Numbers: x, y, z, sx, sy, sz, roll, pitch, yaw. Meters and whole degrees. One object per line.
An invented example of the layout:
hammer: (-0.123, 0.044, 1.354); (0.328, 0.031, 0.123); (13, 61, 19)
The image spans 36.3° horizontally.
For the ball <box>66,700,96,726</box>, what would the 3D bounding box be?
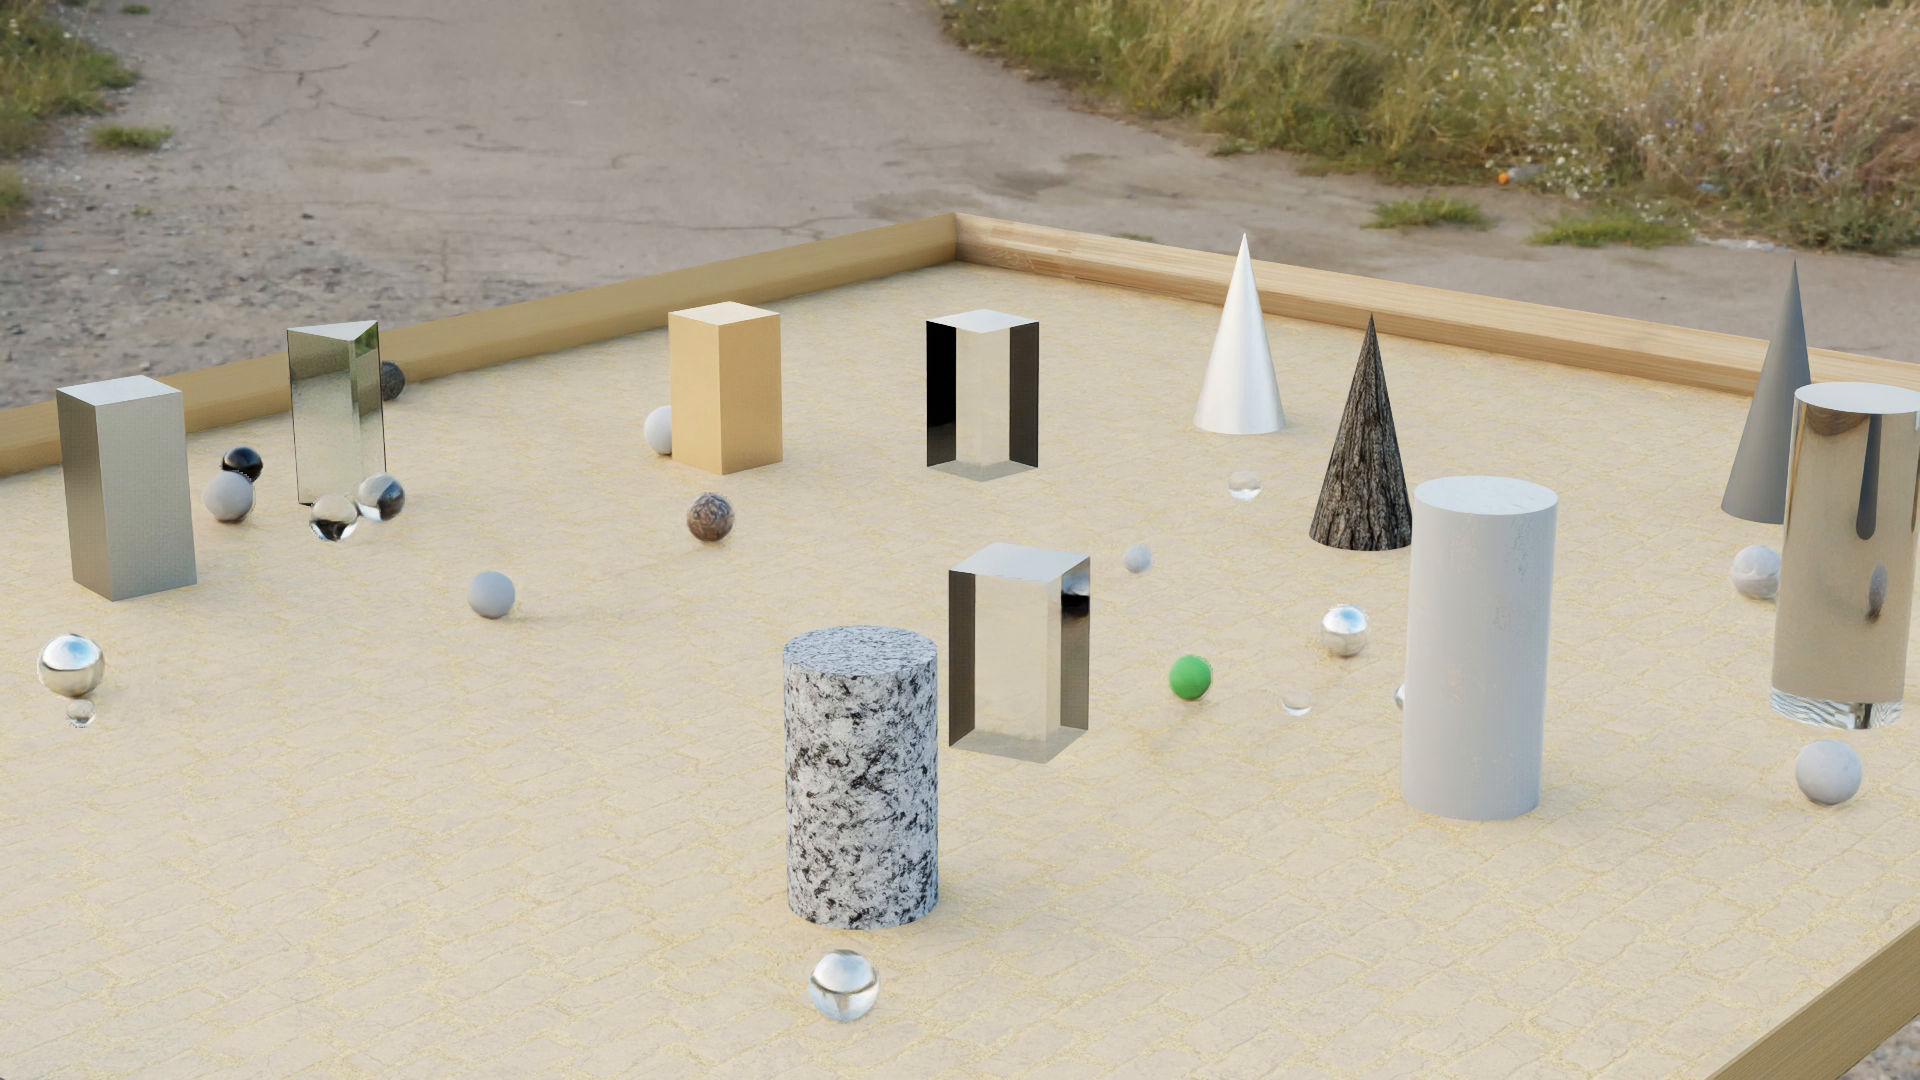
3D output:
ball: (-1.349, 0.265, 4.502); (0.042, 0.042, 0.042); (0, 17, 0)

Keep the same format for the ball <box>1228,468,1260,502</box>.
ball: (0.553, -0.107, 5.702); (0.063, 0.063, 0.063); (0, 17, 0)

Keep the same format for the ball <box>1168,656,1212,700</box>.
ball: (0.362, 0.217, 4.618); (0.068, 0.068, 0.068); (0, 17, 0)

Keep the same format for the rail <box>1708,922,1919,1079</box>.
rail: (1.466, 0.400, 3.901); (0.045, 0.130, 4.482); (14, 22, 39)

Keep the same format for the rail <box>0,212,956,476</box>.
rail: (-1.466, -0.334, 6.339); (0.045, 0.130, 4.482); (14, 22, 39)

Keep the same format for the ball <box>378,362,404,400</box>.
ball: (-1.270, -0.351, 6.472); (0.086, 0.086, 0.086); (0, 17, 0)

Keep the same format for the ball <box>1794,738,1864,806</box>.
ball: (1.242, 0.331, 4.191); (0.095, 0.095, 0.095); (0, 17, 0)

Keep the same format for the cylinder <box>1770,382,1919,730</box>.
cylinder: (1.369, 0.023, 4.516); (0.200, 0.499, 0.200); (0, 17, 0)

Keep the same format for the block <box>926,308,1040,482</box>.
block: (0.045, -0.292, 5.900); (0.160, 0.304, 0.160); (-15, 22, -41)

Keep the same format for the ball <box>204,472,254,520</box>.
ball: (-1.390, -0.084, 5.572); (0.094, 0.094, 0.094); (0, 17, 0)

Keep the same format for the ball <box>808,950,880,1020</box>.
ball: (-0.140, 0.536, 3.529); (0.086, 0.086, 0.086); (0, 17, 0)

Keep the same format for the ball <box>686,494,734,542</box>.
ball: (-0.463, -0.041, 5.436); (0.091, 0.091, 0.091); (0, 17, 0)

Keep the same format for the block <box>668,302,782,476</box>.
block: (-0.475, -0.309, 5.948); (0.160, 0.308, 0.160); (-15, 22, -41)

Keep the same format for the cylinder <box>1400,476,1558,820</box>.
cylinder: (0.736, 0.152, 4.170); (0.200, 0.450, 0.200); (0, 17, 0)

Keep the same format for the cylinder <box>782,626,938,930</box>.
cylinder: (-0.129, 0.308, 3.830); (0.200, 0.348, 0.200); (0, 17, 0)

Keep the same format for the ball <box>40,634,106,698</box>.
ball: (-1.400, 0.198, 4.624); (0.100, 0.100, 0.100); (0, 17, 0)

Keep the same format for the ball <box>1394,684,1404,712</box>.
ball: (0.698, 0.246, 4.561); (0.046, 0.046, 0.046); (0, 17, 0)

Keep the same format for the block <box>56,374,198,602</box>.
block: (-1.465, -0.093, 5.156); (0.160, 0.351, 0.160); (-14, 22, -38)

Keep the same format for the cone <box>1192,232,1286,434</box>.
cone: (0.600, -0.451, 6.234); (0.200, 0.415, 0.200); (0, 17, 0)

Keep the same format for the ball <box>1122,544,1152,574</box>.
ball: (0.318, 0.034, 5.251); (0.053, 0.053, 0.053); (0, 17, 0)

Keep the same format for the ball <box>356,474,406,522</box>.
ball: (-1.099, -0.080, 5.565); (0.091, 0.091, 0.091); (0, 17, 0)

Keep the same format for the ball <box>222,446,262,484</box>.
ball: (-1.422, -0.147, 5.808); (0.079, 0.079, 0.079); (0, 17, 0)

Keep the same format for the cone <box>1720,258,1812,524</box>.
cone: (1.568, -0.294, 5.577); (0.200, 0.494, 0.200); (0, 17, 0)

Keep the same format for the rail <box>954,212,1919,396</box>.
rail: (1.454, -0.450, 6.723); (3.931, 0.130, 0.045); (14, 22, 39)

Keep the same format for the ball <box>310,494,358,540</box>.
ball: (-1.163, -0.041, 5.445); (0.086, 0.086, 0.086); (0, 17, 0)

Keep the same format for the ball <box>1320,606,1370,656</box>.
ball: (0.632, 0.149, 4.817); (0.083, 0.083, 0.083); (0, 17, 0)

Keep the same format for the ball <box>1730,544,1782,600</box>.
ball: (1.390, 0.056, 5.108); (0.095, 0.095, 0.095); (0, 17, 0)

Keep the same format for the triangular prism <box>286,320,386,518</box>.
triangular prism: (-1.171, -0.241, 5.656); (0.173, 0.346, 0.150); (11, 20, 33)

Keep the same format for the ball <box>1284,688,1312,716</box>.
ball: (0.522, 0.252, 4.544); (0.043, 0.043, 0.043); (0, 17, 0)

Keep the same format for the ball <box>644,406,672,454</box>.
ball: (-0.601, -0.226, 6.036); (0.099, 0.099, 0.099); (0, 17, 0)

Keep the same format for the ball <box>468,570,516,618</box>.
ball: (-0.800, 0.093, 5.005); (0.081, 0.081, 0.081); (0, 17, 0)

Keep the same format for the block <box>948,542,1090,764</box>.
block: (0.090, 0.168, 4.413); (0.160, 0.280, 0.160); (8, 18, 25)

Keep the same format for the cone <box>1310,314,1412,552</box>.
cone: (0.753, -0.213, 5.422); (0.200, 0.428, 0.200); (0, 17, 0)
